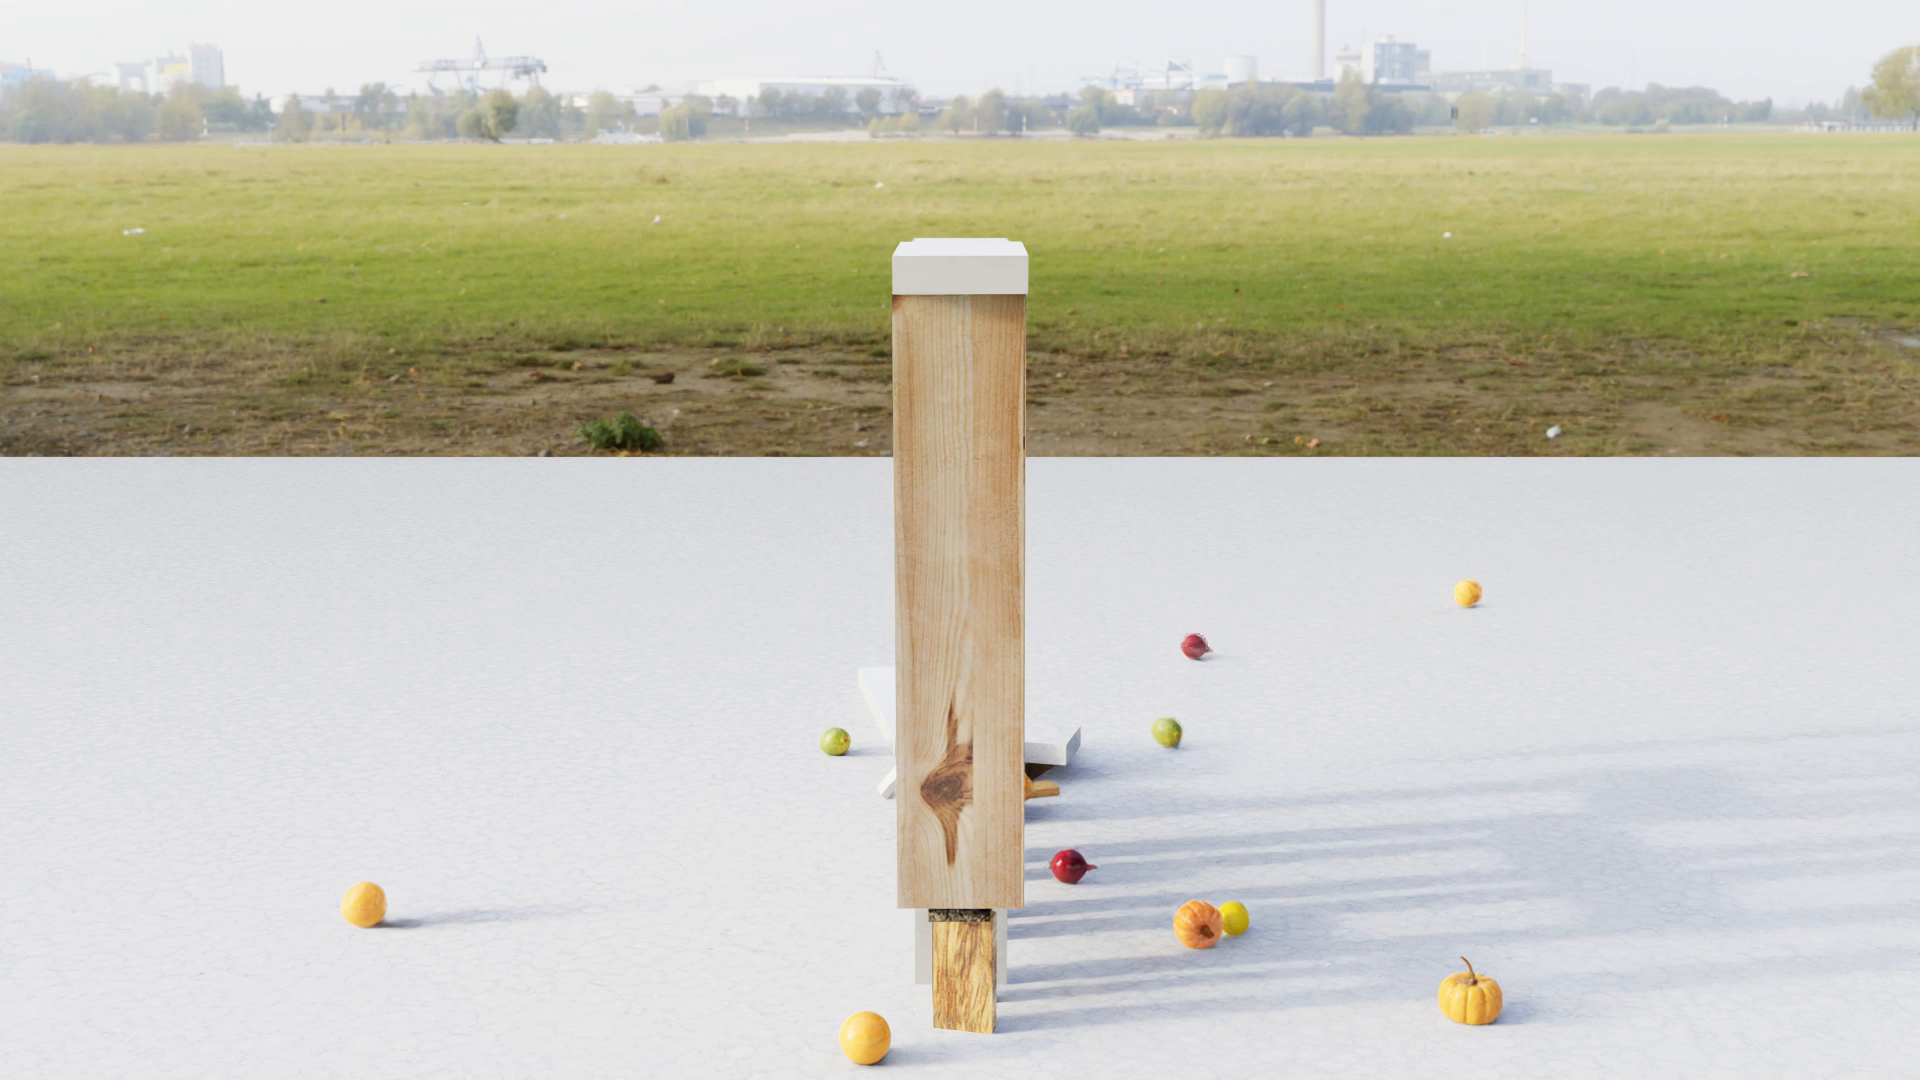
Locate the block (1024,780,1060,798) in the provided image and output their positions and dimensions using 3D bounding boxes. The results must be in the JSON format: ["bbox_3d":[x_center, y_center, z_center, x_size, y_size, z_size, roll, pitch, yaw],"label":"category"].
[{"bbox_3d":[0.132,0.480,4.219,0.106,0.015,0.053,-4,11,-19],"label":"block"}]

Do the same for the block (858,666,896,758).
[{"bbox_3d":[-0.111,0.366,4.764,0.146,0.041,0.601,-2,11,-9],"label":"block"}]

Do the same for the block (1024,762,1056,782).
[{"bbox_3d":[0.105,0.434,4.395,0.146,0.041,0.292,5,12,26],"label":"block"}]

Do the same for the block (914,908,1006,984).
[{"bbox_3d":[0.001,0.525,3.272,0.137,0.274,0.039,0,11,0],"label":"block"}]

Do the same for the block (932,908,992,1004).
[{"bbox_3d":[0.003,0.589,3.203,0.086,0.173,0.024,0,11,0],"label":"block"}]

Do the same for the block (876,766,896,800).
[{"bbox_3d":[-0.115,0.445,4.207,0.015,0.106,0.053,41,1,-15],"label":"block"}]

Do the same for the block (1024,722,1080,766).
[{"bbox_3d":[0.082,0.397,4.367,0.292,0.041,0.146,3,11,14],"label":"block"}]

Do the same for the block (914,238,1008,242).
[{"bbox_3d":[0.002,-0.472,3.666,0.162,0.046,0.323,0,11,0],"label":"block"}]

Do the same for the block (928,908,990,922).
[{"bbox_3d":[-0.002,0.501,3.132,0.086,0.024,0.173,0,11,-1],"label":"block"}]

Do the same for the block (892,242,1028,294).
[{"bbox_3d":[0.001,-0.374,3.007,0.175,0.050,0.350,0,11,0],"label":"block"}]

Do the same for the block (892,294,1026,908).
[{"bbox_3d":[0.000,0.088,2.975,0.175,0.846,0.050,0,11,0],"label":"block"}]

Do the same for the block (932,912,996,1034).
[{"bbox_3d":[0.007,0.607,3.104,0.086,0.173,0.024,3,11,15],"label":"block"}]
